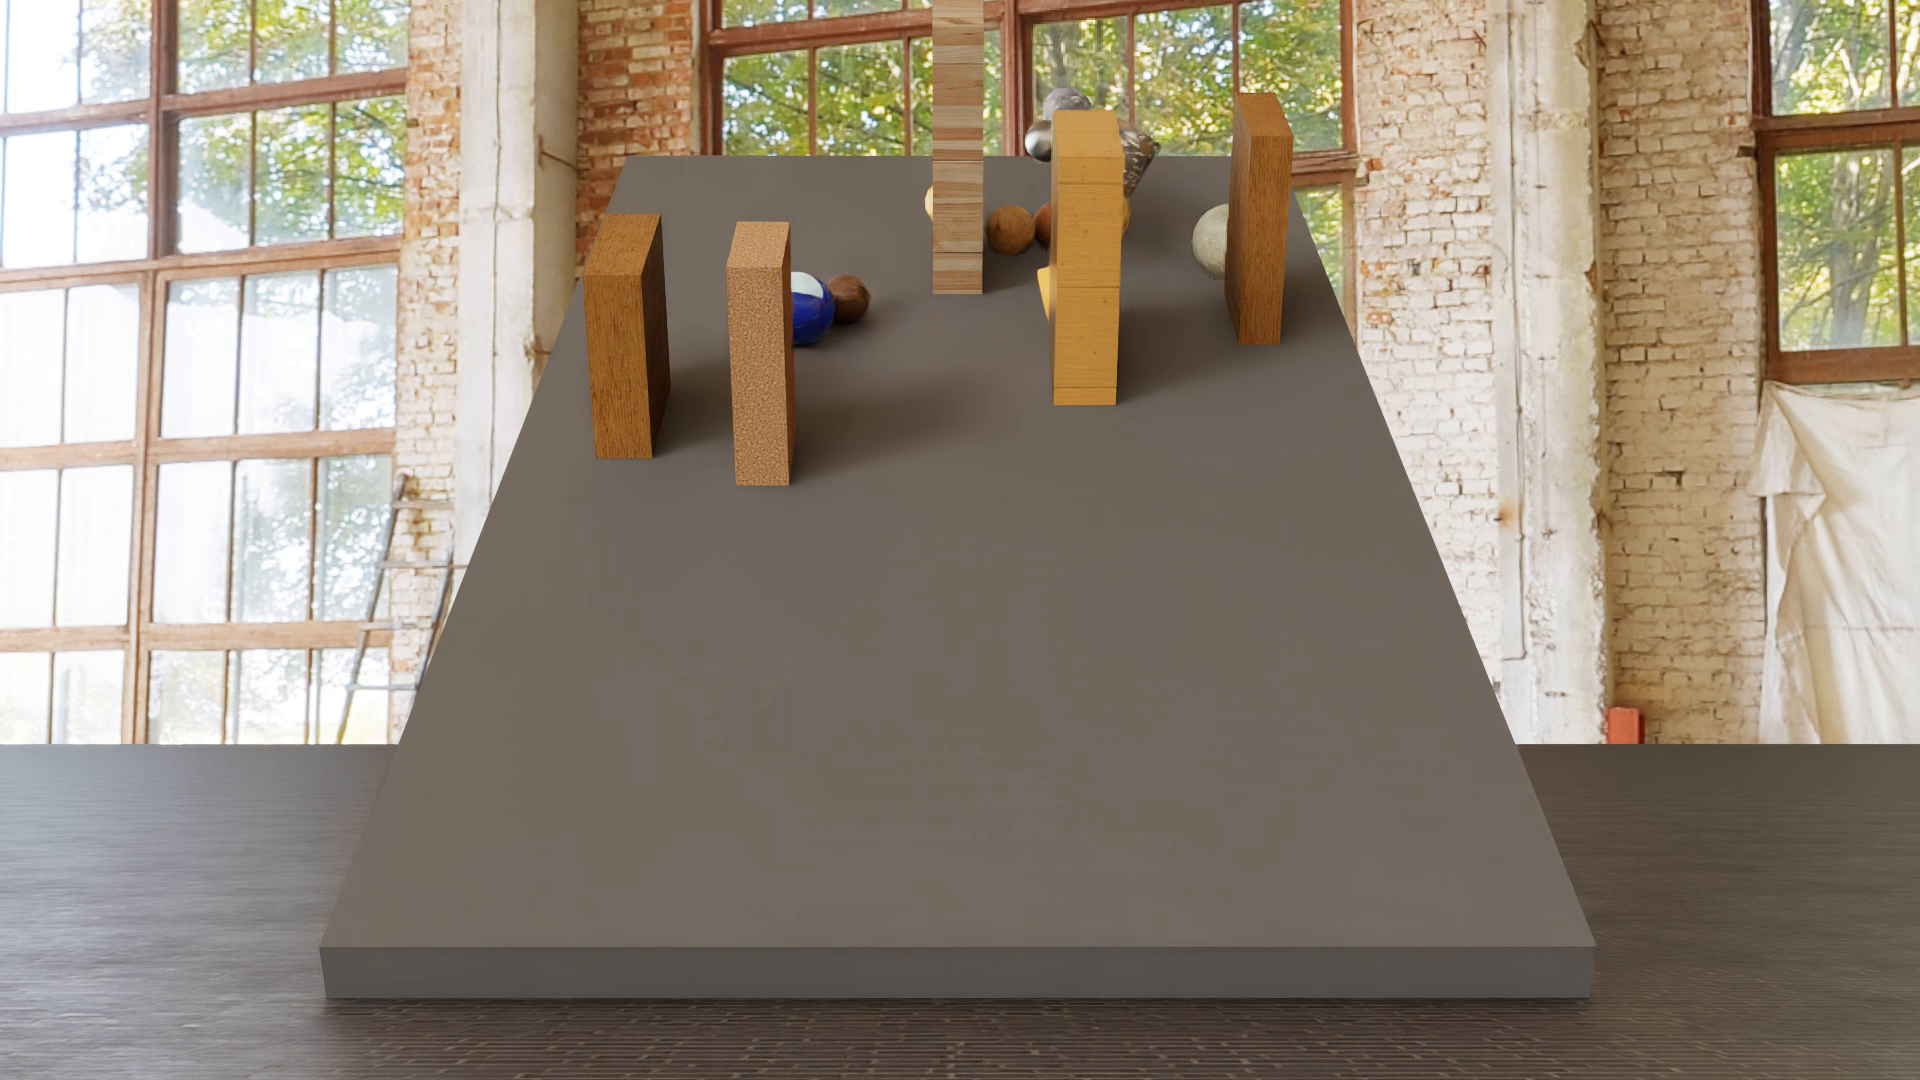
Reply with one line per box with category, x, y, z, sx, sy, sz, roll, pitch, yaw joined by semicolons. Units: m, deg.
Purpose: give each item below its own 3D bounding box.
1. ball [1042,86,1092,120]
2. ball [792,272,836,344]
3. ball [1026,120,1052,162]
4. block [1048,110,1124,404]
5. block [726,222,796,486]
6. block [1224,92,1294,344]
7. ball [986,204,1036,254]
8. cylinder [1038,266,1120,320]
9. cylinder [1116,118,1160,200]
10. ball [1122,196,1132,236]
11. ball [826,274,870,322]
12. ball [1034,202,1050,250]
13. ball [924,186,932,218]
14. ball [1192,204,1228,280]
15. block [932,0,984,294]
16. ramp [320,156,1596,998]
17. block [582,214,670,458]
ball;0.298;-1.190;6.596;0.139;0.139;0.139;0;-5;0
ball;-0.401;-0.575;5.888;0.181;0.181;0.181;0;-5;0
ball;0.236;-1.090;6.474;0.117;0.117;0.117;0;-5;0
block;0.294;-0.671;5.612;0.146;0.606;0.363;0;27;0
block;-0.433;-0.410;5.207;0.116;0.506;0.288;0;27;0
block;0.748;-0.811;5.965;0.101;0.538;0.367;0;27;0
ball;0.137;-0.845;6.451;0.134;0.134;0.134;0;-5;0
cylinder;0.297;-0.615;5.940;0.171;0.171;0.171;-13;-6;6
cylinder;0.437;-1.065;6.590;0.175;0.175;0.175;30;6;-3
ball;0.375;-0.867;6.335;0.164;0.164;0.164;0;-5;0
ball;-0.289;-0.615;6.031;0.123;0.123;0.123;0;-5;0
ball;0.266;-0.860;6.501;0.138;0.138;0.138;0;-5;0
ball;-0.032;-0.922;6.475;0.127;0.127;0.127;0;-5;0
ball;0.717;-0.792;6.299;0.201;0.201;0.201;0;-5;0
block;-0.006;-1.026;6.194;0.129;0.709;0.279;0;27;0
ramp;-0.011;-0.226;5.516;2.000;0.100;4.000;0;27;0
block;-0.754;-0.469;5.397;0.127;0.435;0.403;0;27;0
